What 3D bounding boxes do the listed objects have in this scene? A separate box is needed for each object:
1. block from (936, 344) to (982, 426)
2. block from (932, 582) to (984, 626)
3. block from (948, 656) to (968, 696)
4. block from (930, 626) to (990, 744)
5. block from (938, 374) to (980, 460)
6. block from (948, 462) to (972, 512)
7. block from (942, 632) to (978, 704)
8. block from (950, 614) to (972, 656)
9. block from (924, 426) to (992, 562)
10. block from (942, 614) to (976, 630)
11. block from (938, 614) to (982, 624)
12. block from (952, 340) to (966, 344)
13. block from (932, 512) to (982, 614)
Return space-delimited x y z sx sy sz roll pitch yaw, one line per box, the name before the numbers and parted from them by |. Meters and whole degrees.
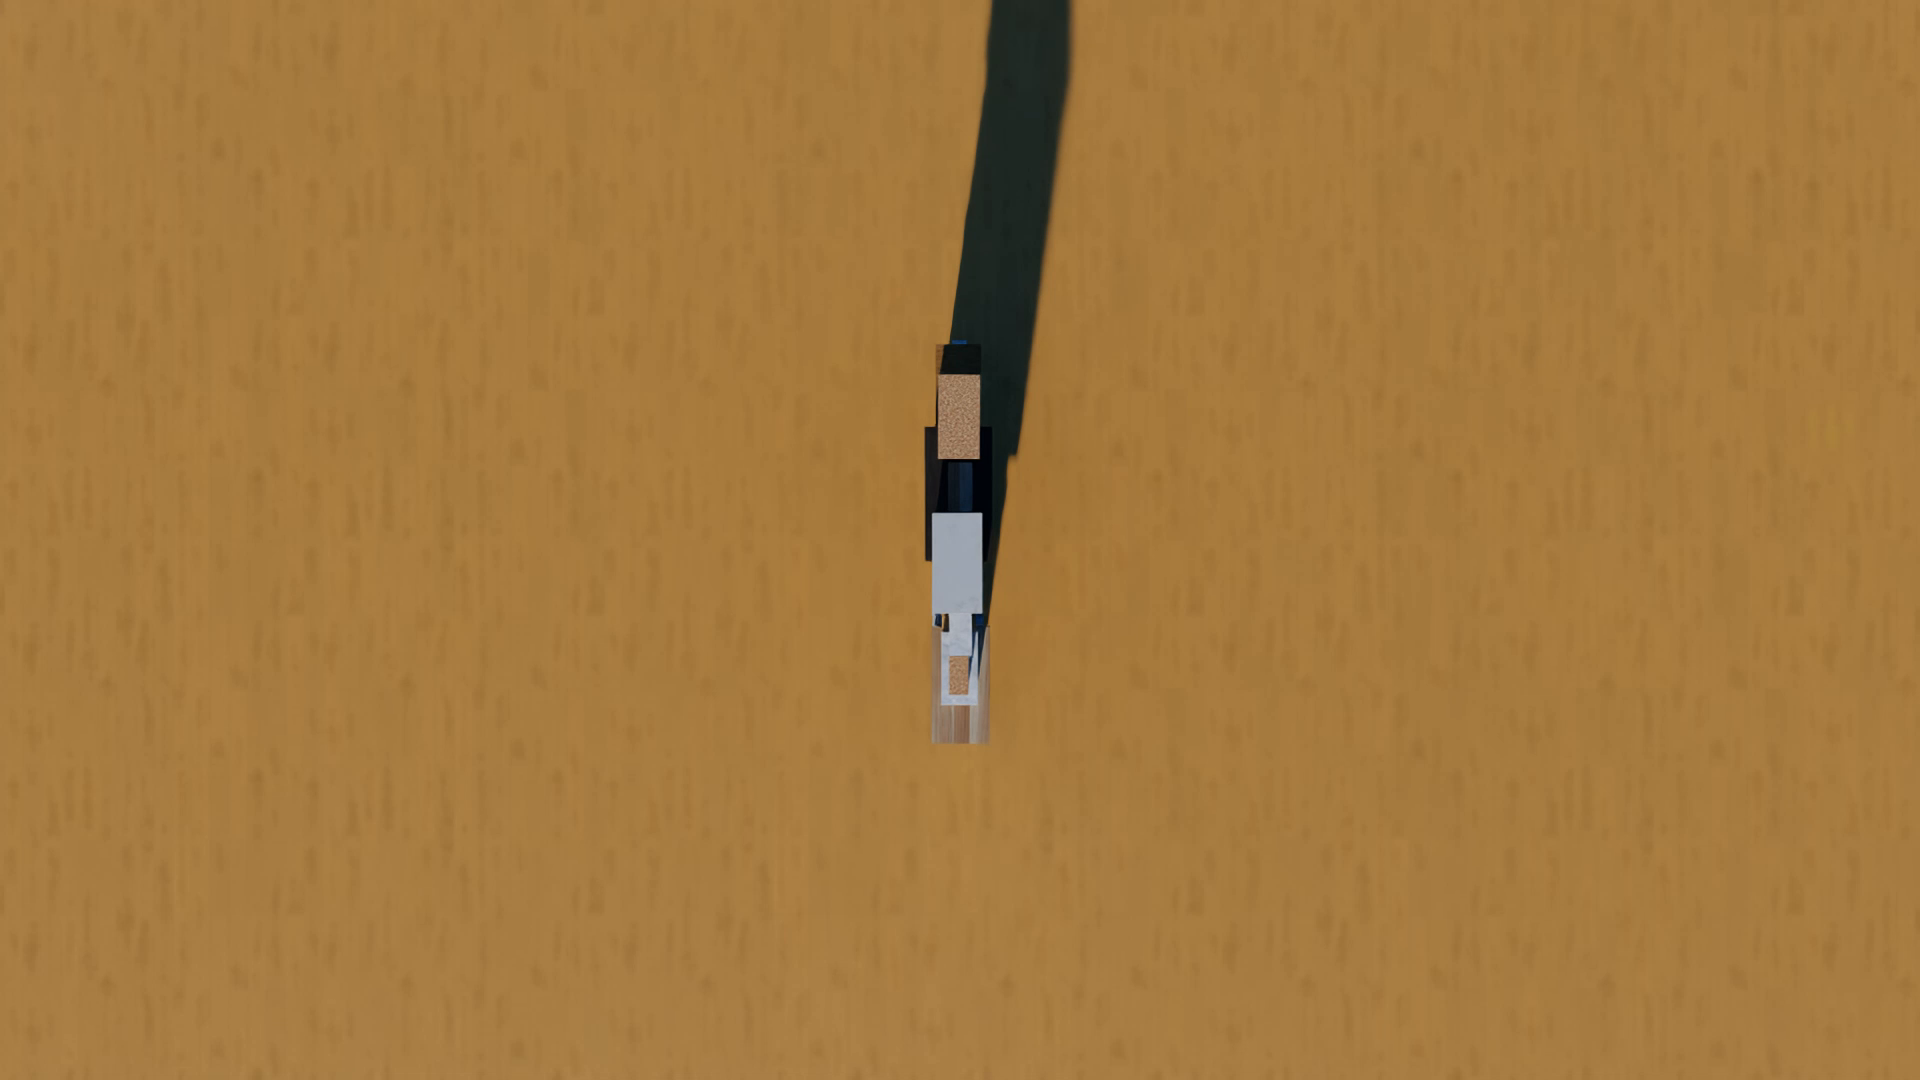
block | -0.004 -0.427 4.698 0.129 0.037 0.258 0 90 0
block | -0.005 0.274 4.872 0.150 0.042 0.300 0 90 0
block | -0.003 0.341 4.165 0.050 0.014 0.099 0 90 0
block | 0.001 0.394 4.509 0.159 0.045 0.319 0 90 0
block | -0.002 -0.296 3.963 0.100 0.028 0.201 1 90 0
block | 0.000 -0.130 4.049 0.060 0.017 0.121 0 90 0
block | -0.001 0.332 4.284 0.095 0.027 0.189 0 90 0
block | 0.002 0.234 4.149 0.057 0.016 0.113 -1 90 0
block | -0.004 -0.117 4.202 0.170 0.048 0.340 0 90 0
block | -0.004 0.147 4.376 0.089 0.025 0.177 0 90 0
block | 0.001 0.108 4.584 0.125 0.035 0.249 0 90 0
block | -0.002 -0.576 5.145 0.046 0.013 0.093 0 90 0
block | -0.006 0.055 3.922 0.119 0.034 0.239 0 90 0
